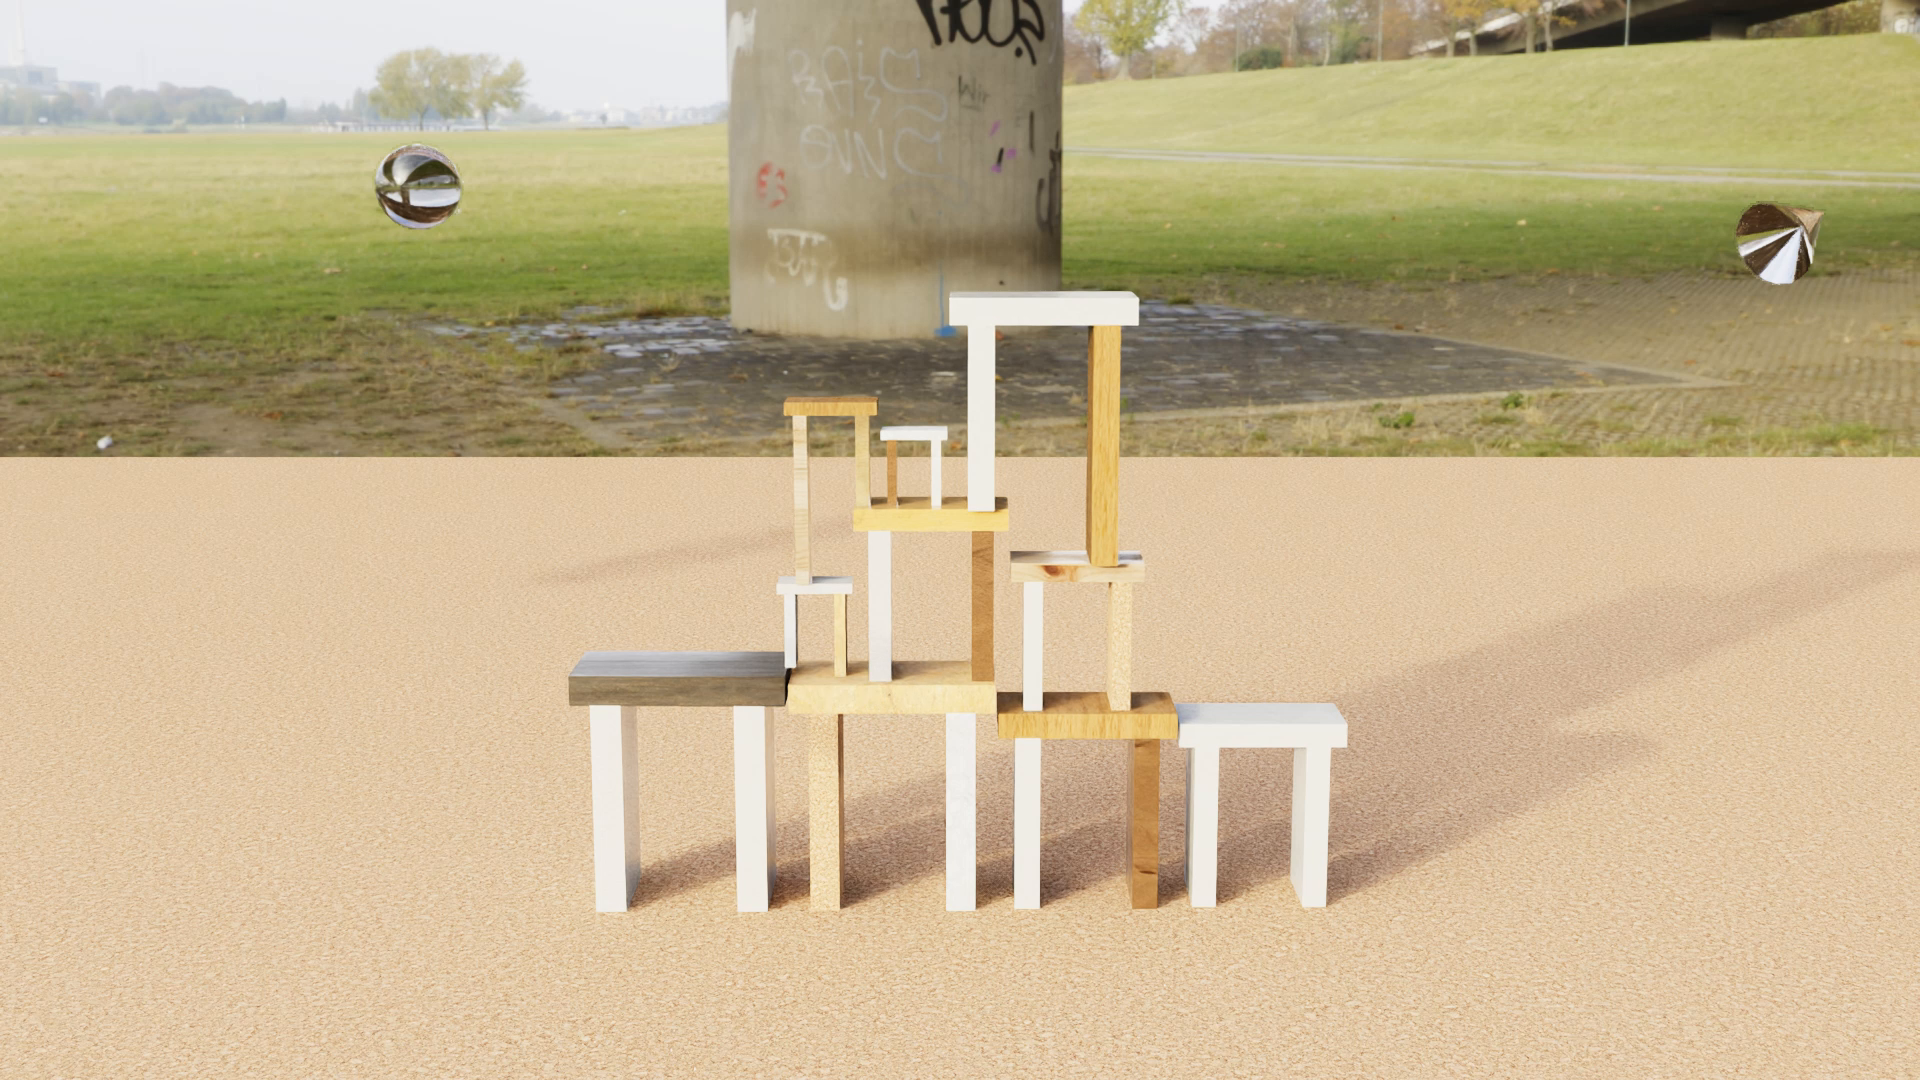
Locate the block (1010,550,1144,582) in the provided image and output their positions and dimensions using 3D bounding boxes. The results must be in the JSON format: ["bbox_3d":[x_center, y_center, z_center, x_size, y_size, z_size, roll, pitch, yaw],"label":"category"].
[{"bbox_3d":[0.189,0.042,3.566,0.213,0.030,0.107,0,11,0],"label":"block"}]

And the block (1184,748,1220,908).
[{"bbox_3d":[0.400,0.456,3.647,0.038,0.271,0.135,0,11,0],"label":"block"}]

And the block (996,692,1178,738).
[{"bbox_3d":[0.206,0.287,3.611,0.288,0.041,0.144,0,11,0],"label":"block"}]

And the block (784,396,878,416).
[{"bbox_3d":[-0.206,-0.214,3.522,0.147,0.021,0.073,0,11,0],"label":"block"}]

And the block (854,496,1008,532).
[{"bbox_3d":[-0.046,-0.043,3.553,0.247,0.035,0.123,0,11,0],"label":"block"}]

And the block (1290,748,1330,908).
[{"bbox_3d":[0.581,0.456,3.647,0.038,0.271,0.135,0,11,0],"label":"block"}]

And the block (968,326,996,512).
[{"bbox_3d":[0.034,-0.203,3.517,0.042,0.293,0.147,0,11,0],"label":"block"}]

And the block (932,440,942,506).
[{"bbox_3d":[-0.038,-0.112,3.538,0.015,0.106,0.053,0,11,0],"label":"block"}]

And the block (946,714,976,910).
[{"bbox_3d":[0.002,0.427,3.640,0.047,0.332,0.166,0,11,0],"label":"block"}]

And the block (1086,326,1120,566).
[{"bbox_3d":[0.229,-0.159,3.524,0.042,0.382,0.147,0,11,0],"label":"block"}]

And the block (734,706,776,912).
[{"bbox_3d":[-0.338,0.420,3.637,0.049,0.346,0.173,0,11,0],"label":"block"}]

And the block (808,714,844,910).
[{"bbox_3d":[-0.220,0.427,3.640,0.047,0.332,0.166,0,11,0],"label":"block"}]

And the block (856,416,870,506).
[{"bbox_3d":[-0.156,-0.132,3.538,0.021,0.147,0.073,0,11,0],"label":"block"}]

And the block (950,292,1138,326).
[{"bbox_3d":[0.131,-0.368,3.487,0.293,0.042,0.147,0,11,0],"label":"block"}]

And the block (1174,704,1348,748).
[{"bbox_3d":[0.490,0.304,3.619,0.271,0.038,0.135,0,11,0],"label":"block"}]

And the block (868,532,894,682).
[{"bbox_3d":[-0.128,0.096,3.579,0.035,0.247,0.123,0,11,0],"label":"block"}]

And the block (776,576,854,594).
[{"bbox_3d":[-0.235,0.073,3.578,0.121,0.017,0.061,0,11,0],"label":"block"}]

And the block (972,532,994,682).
[{"bbox_3d":[0.036,0.096,3.579,0.035,0.247,0.123,0,11,0],"label":"block"}]

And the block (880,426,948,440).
[{"bbox_3d":[-0.073,-0.171,3.528,0.106,0.015,0.053,0,11,0],"label":"block"}]

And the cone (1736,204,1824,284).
[{"bbox_3d":[2.047,-0.761,5.364,0.208,0.208,0.208,-30,25,-28],"label":"cone"}]

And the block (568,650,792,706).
[{"bbox_3d":[-0.453,0.226,3.601,0.346,0.049,0.173,0,11,0],"label":"block"}]

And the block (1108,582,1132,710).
[{"bbox_3d":[0.260,0.162,3.589,0.030,0.213,0.107,0,11,0],"label":"block"}]

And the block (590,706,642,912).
[{"bbox_3d":[-0.568,0.420,3.637,0.049,0.346,0.173,0,11,0],"label":"block"}]

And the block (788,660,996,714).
[{"bbox_3d":[-0.109,0.240,3.605,0.332,0.047,0.166,0,11,0],"label":"block"}]

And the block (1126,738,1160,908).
[{"bbox_3d":[0.302,0.449,3.641,0.041,0.288,0.144,0,11,0],"label":"block"}]

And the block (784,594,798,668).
[{"bbox_3d":[-0.275,0.142,3.590,0.017,0.121,0.061,0,11,0],"label":"block"}]

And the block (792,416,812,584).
[{"bbox_3d":[-0.254,-0.069,3.549,0.021,0.274,0.073,0,11,0],"label":"block"}]

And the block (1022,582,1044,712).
[{"bbox_3d":[0.118,0.162,3.589,0.030,0.213,0.107,0,11,0],"label":"block"}]

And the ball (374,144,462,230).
[{"bbox_3d":[-1.700,-1.107,6.901,0.266,0.266,0.266,0,11,0],"label":"ball"}]

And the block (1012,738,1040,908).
[{"bbox_3d":[0.110,0.449,3.641,0.041,0.288,0.144,0,11,0],"label":"block"}]

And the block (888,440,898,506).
[{"bbox_3d":[-0.109,-0.112,3.538,0.015,0.106,0.053,0,11,0],"label":"block"}]

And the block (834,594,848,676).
[{"bbox_3d":[-0.194,0.149,3.592,0.017,0.137,0.061,0,11,0],"label":"block"}]
